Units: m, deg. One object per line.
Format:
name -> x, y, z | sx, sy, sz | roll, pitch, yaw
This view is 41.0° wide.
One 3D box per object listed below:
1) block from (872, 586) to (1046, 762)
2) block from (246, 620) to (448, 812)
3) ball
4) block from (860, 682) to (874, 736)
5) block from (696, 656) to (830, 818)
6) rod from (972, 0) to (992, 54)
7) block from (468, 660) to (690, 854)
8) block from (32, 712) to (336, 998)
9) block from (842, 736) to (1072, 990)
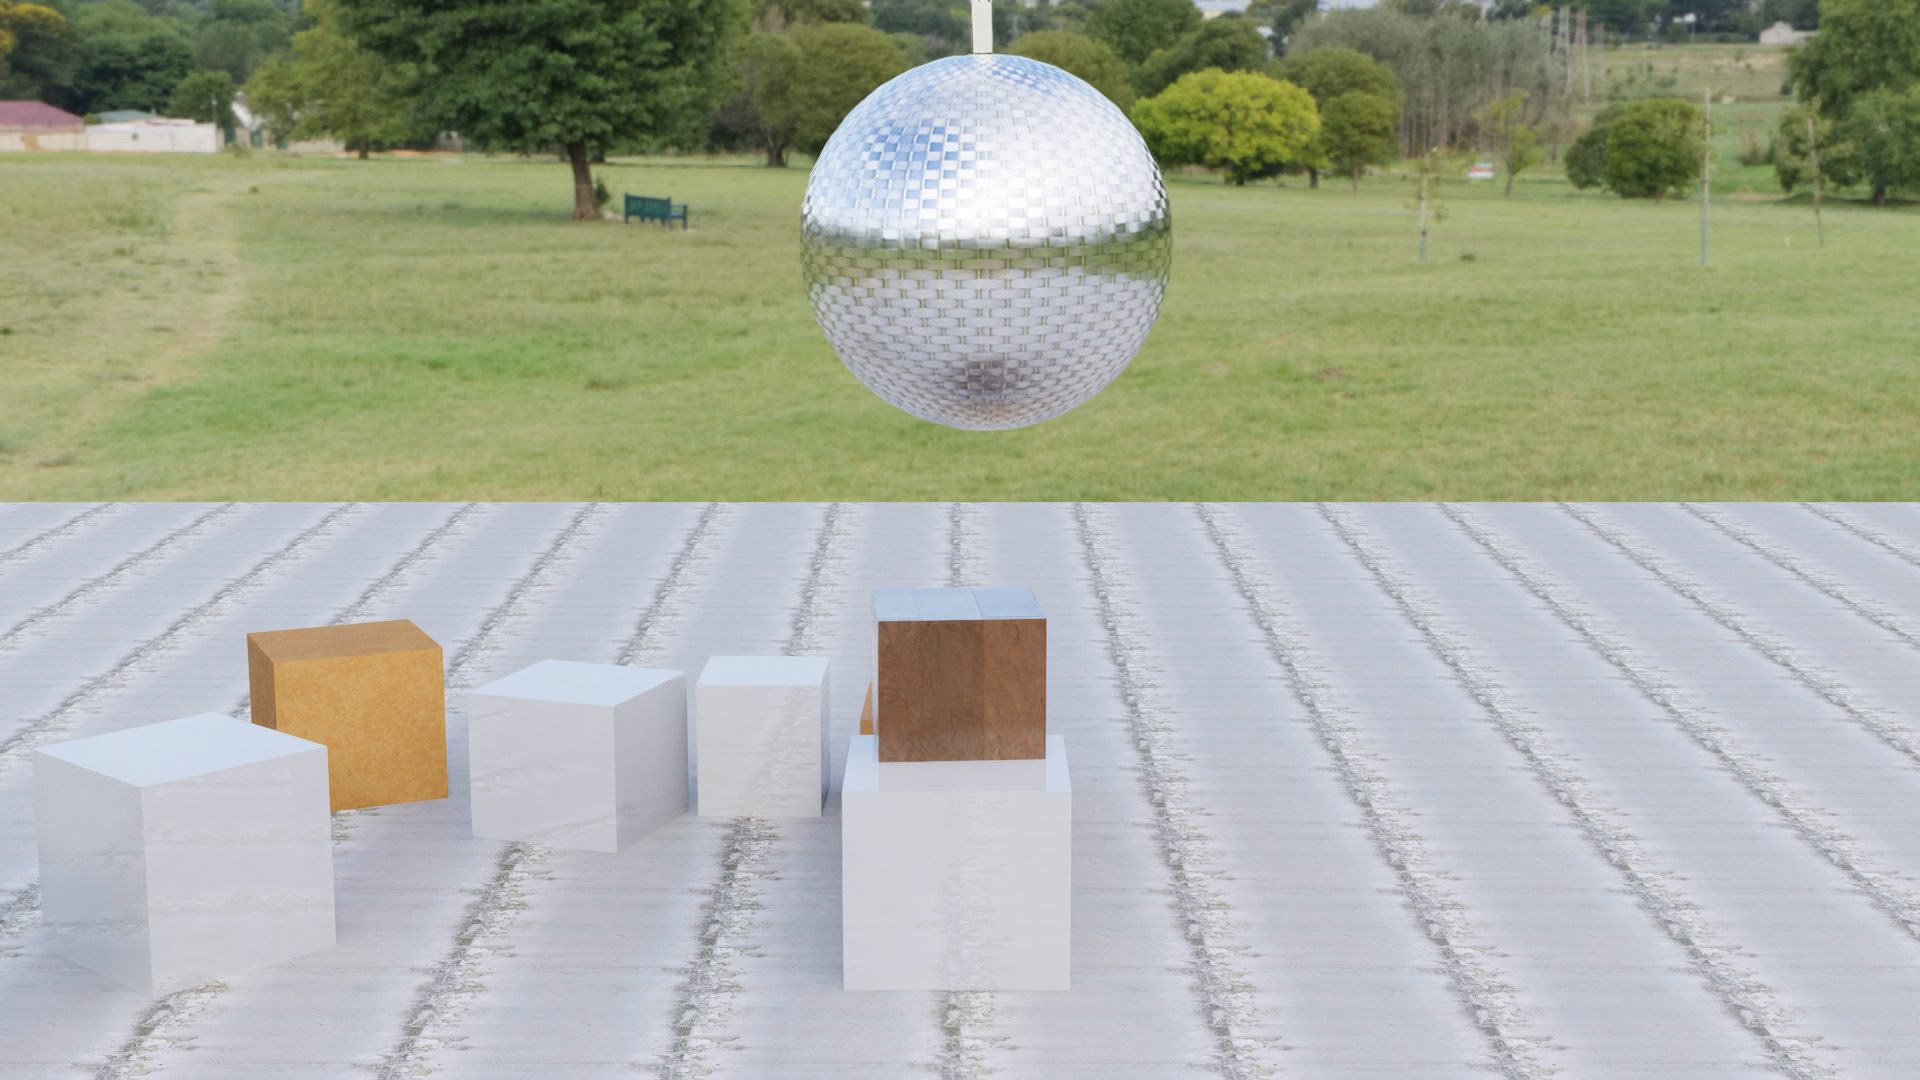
block -> -0.014, 0.542, 10.513 | 0.669, 0.576, 0.644 | -1, 10, -4
block -> -3.034, 0.865, 12.694 | 0.807, 0.756, 0.733 | -5, 11, -24
ball -> 0.110, -1.265, 10.950 | 1.600, 1.600, 1.600 | 0, 10, 0
block -> -0.077, 1.069, 11.785 | 0.715, 0.680, 0.736 | 0, 10, 2
block -> -0.951, 0.952, 12.524 | 0.591, 0.647, 0.612 | 0, 10, 1
rod -> 0.048, -4.610, 10.342 | 0.080, 5.200, 0.080 | -1, 10, 0
block -> -1.791, 1.005, 12.114 | 0.757, 0.688, 0.737 | 4, 11, 20
block -> -3.133, 1.246, 10.370 | 0.838, 0.839, 0.825 | 9, 14, 42
block -> -0.012, 1.279, 10.302 | 0.878, 0.798, 0.850 | 0, 10, 0
